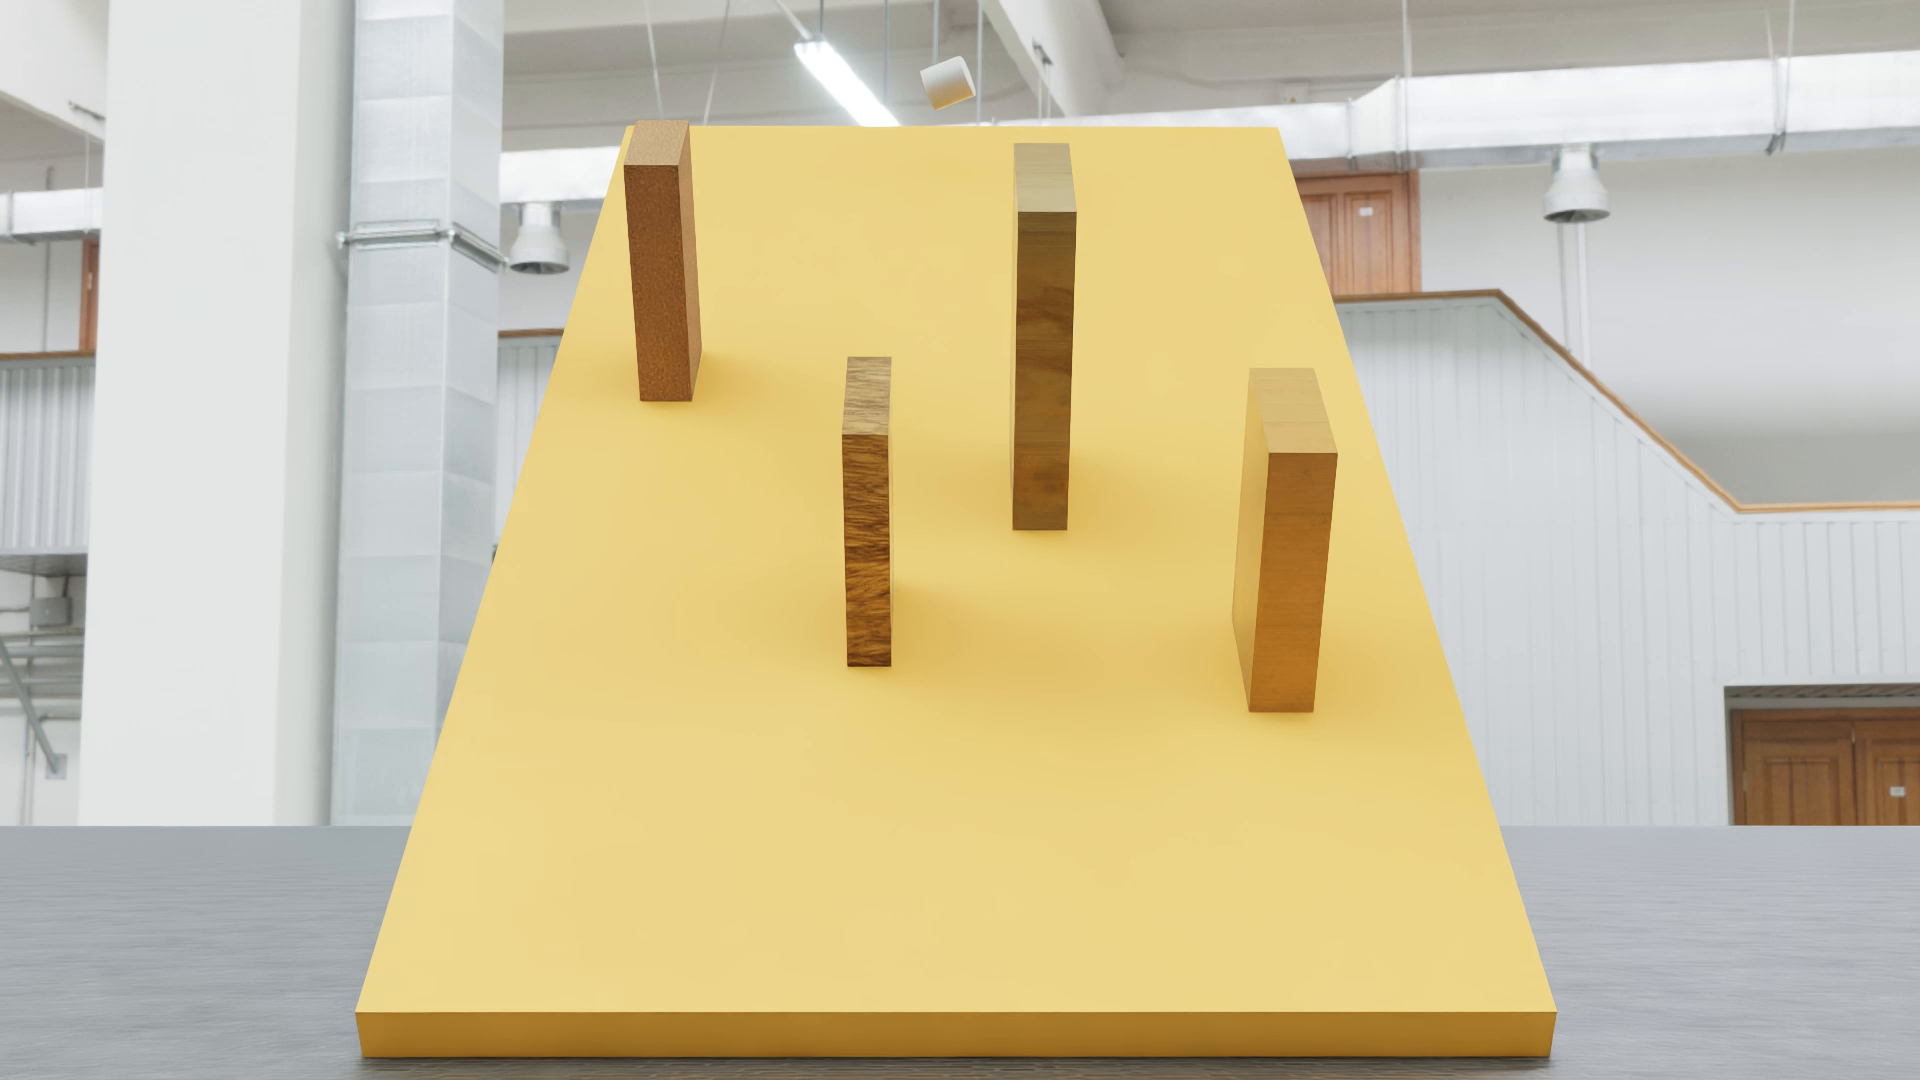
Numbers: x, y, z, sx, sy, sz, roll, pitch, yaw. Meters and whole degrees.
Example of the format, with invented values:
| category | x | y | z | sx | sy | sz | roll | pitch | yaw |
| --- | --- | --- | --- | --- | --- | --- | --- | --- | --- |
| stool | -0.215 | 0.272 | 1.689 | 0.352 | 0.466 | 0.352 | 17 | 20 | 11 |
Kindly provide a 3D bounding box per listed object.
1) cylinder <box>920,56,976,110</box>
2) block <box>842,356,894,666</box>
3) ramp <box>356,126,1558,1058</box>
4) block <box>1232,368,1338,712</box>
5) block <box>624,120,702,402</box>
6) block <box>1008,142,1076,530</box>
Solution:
| category | x | y | z | sx | sy | sz | roll | pitch | yaw |
| --- | --- | --- | --- | --- | --- | --- | --- | --- | --- |
| cylinder | -0.034 | -1.315 | 6.994 | 0.122 | 0.122 | 0.122 | -19 | -11 | 11 |
| block | -0.183 | -0.058 | 4.927 | 0.089 | 0.535 | 0.331 | 0 | 31 | 0 |
| ramp | -0.014 | -0.201 | 5.784 | 2.000 | 0.100 | 4.000 | 0 | 31 | 0 |
| block | 0.633 | 0.001 | 4.787 | 0.127 | 0.584 | 0.345 | 0 | 31 | 0 |
| block | -0.714 | -0.673 | 5.871 | 0.126 | 0.614 | 0.282 | 0 | 31 | 0 |
| block | 0.178 | -0.445 | 5.354 | 0.121 | 0.762 | 0.377 | 0 | 31 | 0 |
